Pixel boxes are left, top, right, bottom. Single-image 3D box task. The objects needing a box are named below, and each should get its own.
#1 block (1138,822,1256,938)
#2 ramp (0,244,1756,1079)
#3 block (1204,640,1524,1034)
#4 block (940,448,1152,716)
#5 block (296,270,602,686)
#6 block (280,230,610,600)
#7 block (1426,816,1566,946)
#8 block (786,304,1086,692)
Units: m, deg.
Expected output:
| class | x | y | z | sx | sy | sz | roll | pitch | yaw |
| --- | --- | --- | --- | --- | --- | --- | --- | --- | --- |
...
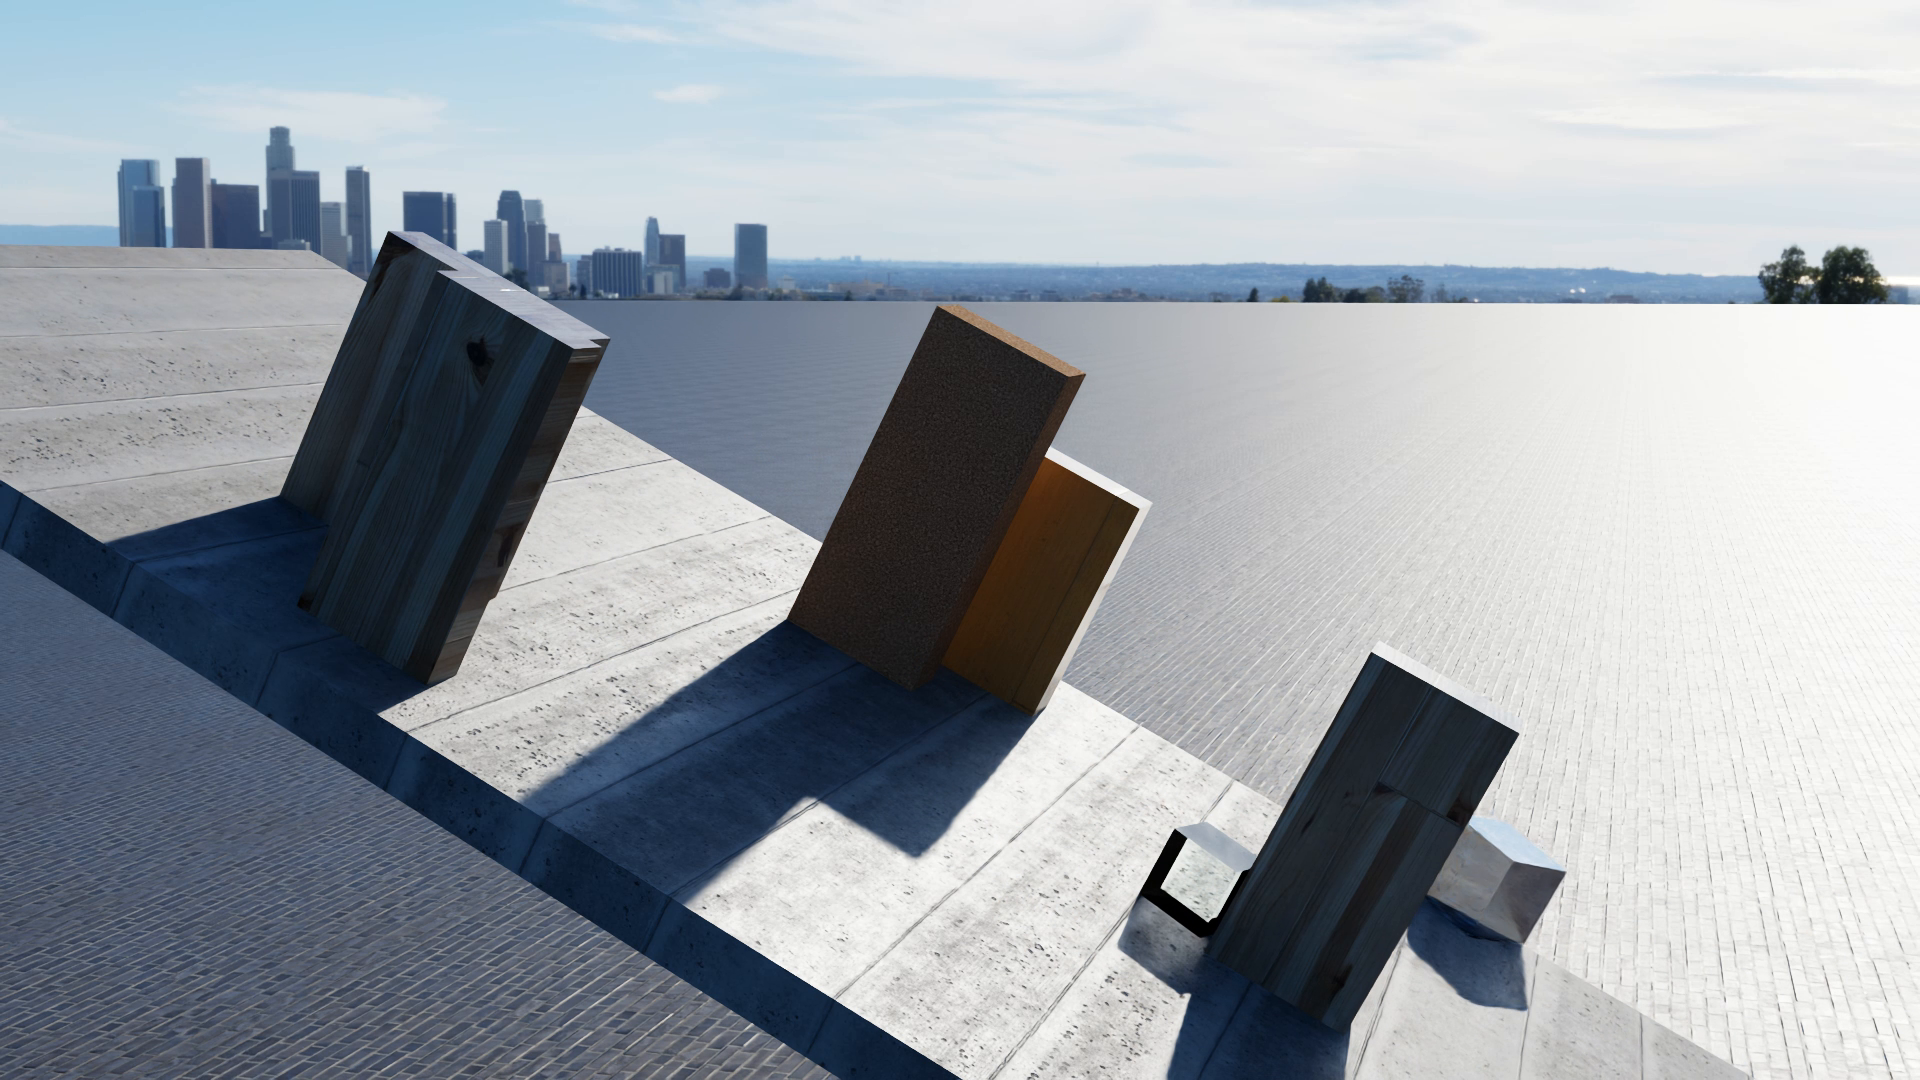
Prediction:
| class | x | y | z | sx | sy | sz | roll | pitch | yaw |
| --- | --- | --- | --- | --- | --- | --- | --- | --- | --- |
| block | 0.449 | 0.624 | 4.050 | 0.143 | 0.143 | 0.143 | 34 | 16 | 27 |
| ramp | -0.235 | 0.394 | 4.155 | 4.000 | 0.100 | 2.000 | 29 | 14 | 12 |
| block | 0.707 | 0.524 | 3.872 | 0.282 | 0.625 | 0.119 | 29 | 14 | 12 |
| block | 0.153 | 0.076 | 4.738 | 0.306 | 0.511 | 0.124 | 29 | 14 | 12 |
| block | -0.806 | -0.097 | 3.453 | 0.258 | 0.594 | 0.092 | 29 | 14 | 12 |
| block | -0.906 | -0.214 | 3.854 | 0.406 | 0.520 | 0.113 | 29 | 14 | 12 |
| block | 1.153 | 0.739 | 4.800 | 0.194 | 0.194 | 0.194 | 15 | 18 | -38 |
| block | -0.052 | -0.087 | 4.510 | 0.305 | 0.726 | 0.147 | 29 | 14 | 12 |
